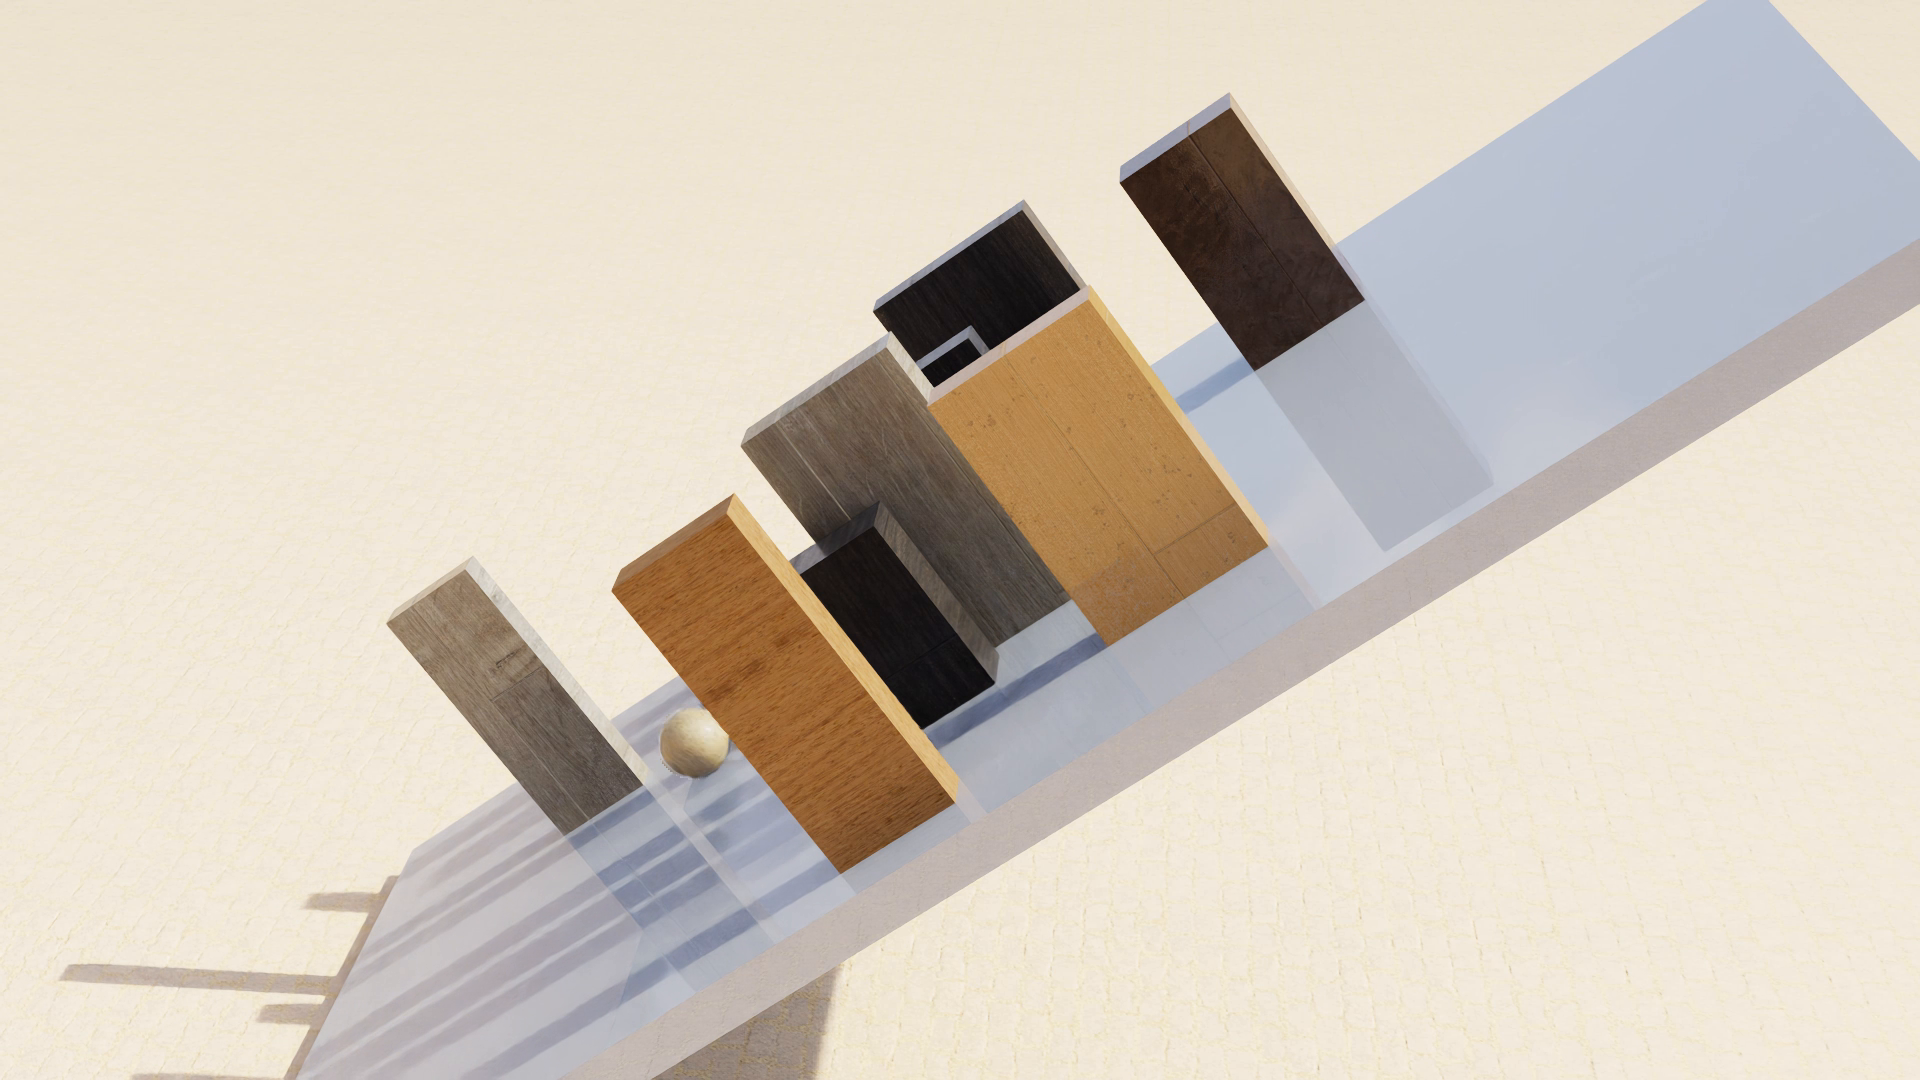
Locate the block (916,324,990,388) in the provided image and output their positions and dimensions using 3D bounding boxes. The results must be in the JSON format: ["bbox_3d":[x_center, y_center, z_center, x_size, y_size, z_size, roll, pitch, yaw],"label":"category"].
[{"bbox_3d":[0.010,-0.152,6.399,0.389,0.500,0.089,-33,16,16],"label":"block"}]

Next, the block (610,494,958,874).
[{"bbox_3d":[-0.322,0.274,5.509,0.271,0.707,0.106,-33,16,16],"label":"block"}]

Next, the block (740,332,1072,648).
[{"bbox_3d":[-0.102,-0.056,6.072,0.372,0.657,0.105,-33,16,16],"label":"block"}]

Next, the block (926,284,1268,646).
[{"bbox_3d":[0.265,-0.137,5.609,0.371,0.596,0.098,-33,16,16],"label":"block"}]

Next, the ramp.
[{"bbox_3d":[0.133,0.176,6.311,4.000,0.100,2.000,-33,16,16],"label":"ramp"}]

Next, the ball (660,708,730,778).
[{"bbox_3d":[-0.599,0.457,6.634,0.157,0.157,0.157,0,22,0],"label":"ball"}]

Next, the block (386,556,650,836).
[{"bbox_3d":[-1.033,0.369,6.892,0.242,0.664,0.084,-33,16,16],"label":"block"}]

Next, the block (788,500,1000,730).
[{"bbox_3d":[-0.155,0.176,5.976,0.274,0.415,0.143,-33,16,16],"label":"block"}]

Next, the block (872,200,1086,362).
[{"bbox_3d":[0.135,-0.445,6.870,0.427,0.554,0.092,-33,16,16],"label":"block"}]

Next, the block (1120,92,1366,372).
[{"bbox_3d":[0.625,-0.681,6.516,0.293,0.528,0.145,-33,16,16],"label":"block"}]
